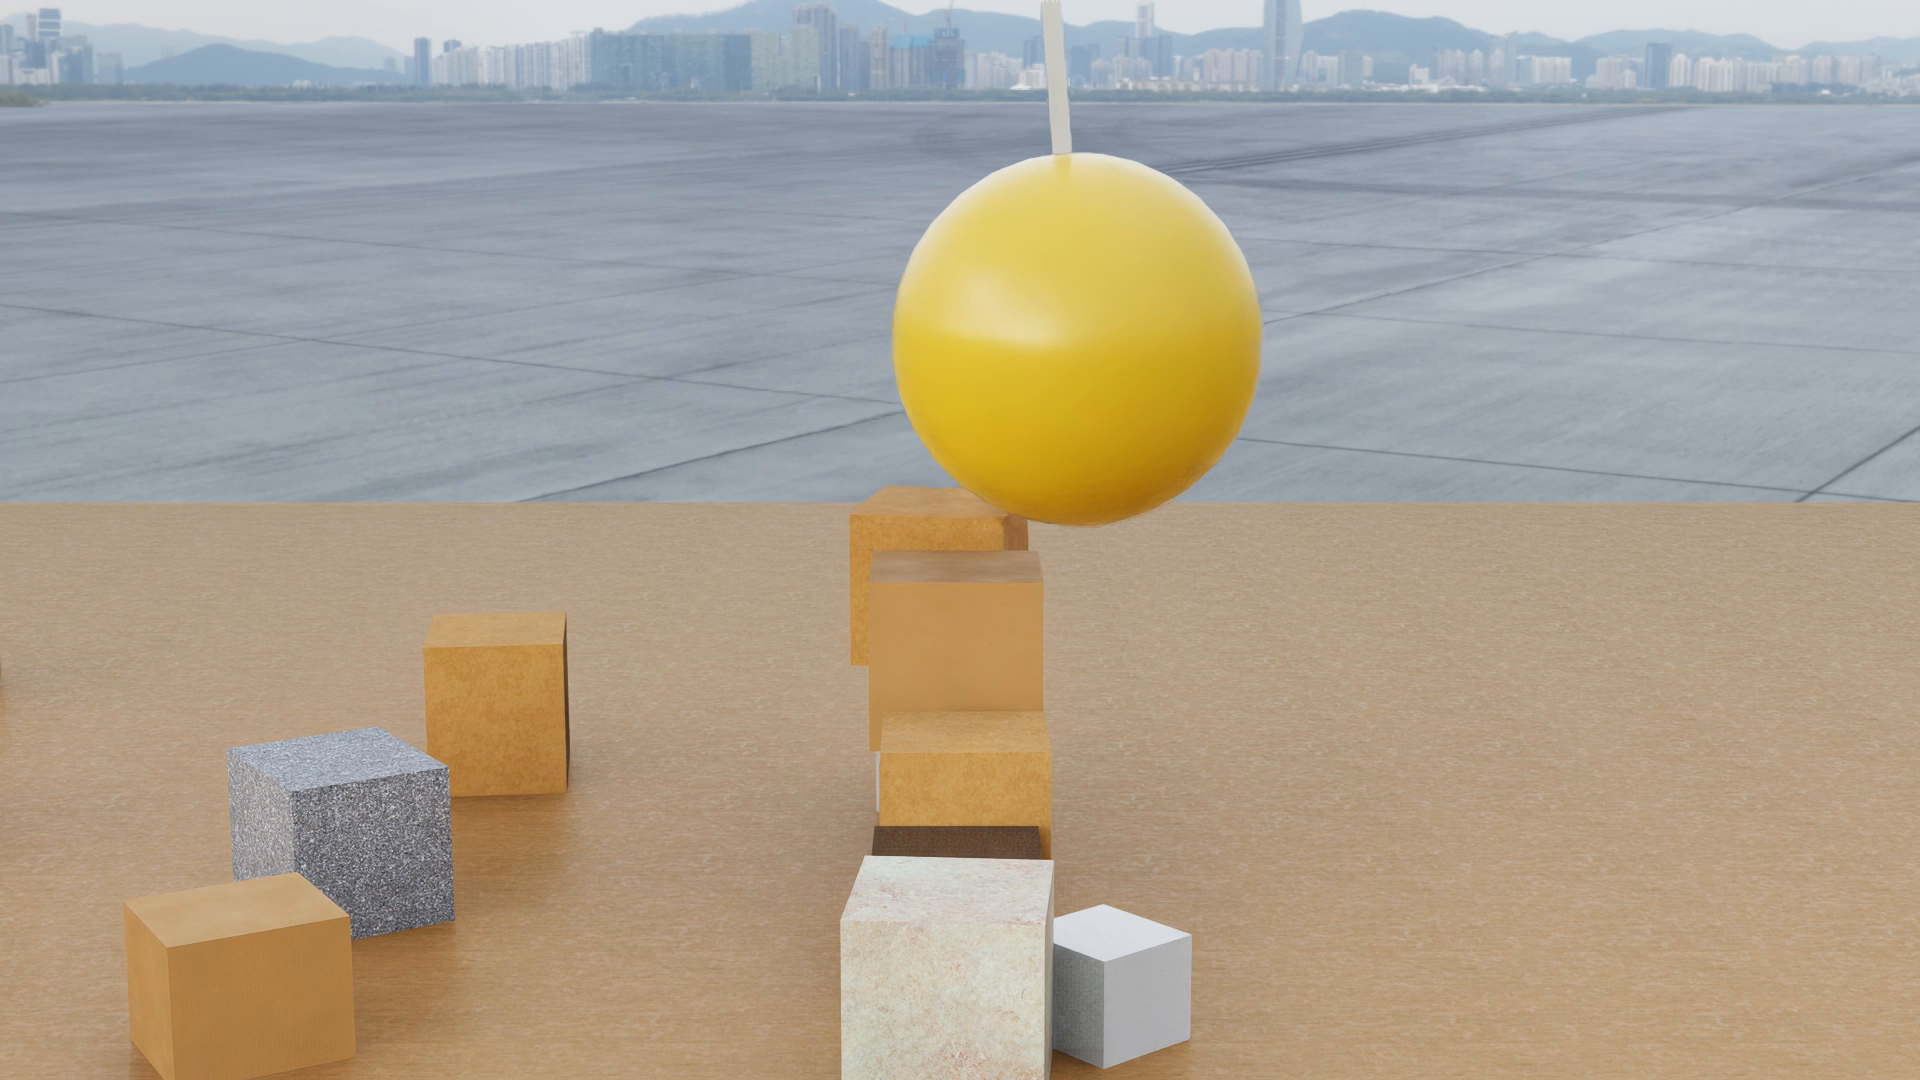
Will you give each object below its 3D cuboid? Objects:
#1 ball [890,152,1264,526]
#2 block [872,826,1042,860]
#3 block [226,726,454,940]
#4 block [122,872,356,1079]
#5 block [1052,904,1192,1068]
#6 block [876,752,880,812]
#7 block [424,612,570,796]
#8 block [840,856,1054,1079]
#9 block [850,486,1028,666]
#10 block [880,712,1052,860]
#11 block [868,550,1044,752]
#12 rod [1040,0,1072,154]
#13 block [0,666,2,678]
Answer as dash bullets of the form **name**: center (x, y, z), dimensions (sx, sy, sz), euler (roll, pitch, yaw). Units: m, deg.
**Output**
- **ball**: center (0.500, -0.858, 11.024), dimensions (1.600, 1.600, 1.600), euler (0, 10, 0)
- **block**: center (-0.013, 1.462, 10.057), dimensions (0.660, 0.525, 0.610), euler (0, 10, 0)
- **block**: center (-2.626, 1.244, 10.862), dimensions (0.675, 0.666, 0.804), euler (-7, 12, -33)
- **block**: center (-2.620, 1.592, 9.320), dimensions (0.648, 0.532, 0.607), euler (-6, 12, -31)
- **block**: center (0.528, 1.636, 9.447), dimensions (0.444, 0.402, 0.465), euler (-9, 14, -40)
- **block**: center (-0.008, 0.870, 12.661), dimensions (0.790, 0.757, 0.741), euler (0, 10, 0)
- **block**: center (-2.328, 0.818, 12.966), dimensions (0.672, 0.752, 0.787), euler (-1, 10, -7)
- **block**: center (-0.031, 1.564, 8.961), dimensions (0.684, 0.717, 0.722), euler (1, 10, 4)
- **block**: center (-0.088, 0.171, 12.379), dimensions (0.725, 0.721, 0.862), euler (2, 10, 9)
- **block**: center (0.020, 1.197, 10.676), dimensions (0.685, 0.825, 0.676), euler (0, 10, -1)
- **block**: center (-0.018, 0.487, 11.541), dimensions (0.758, 0.754, 0.755), euler (0, 10, 0)
- **rod**: center (0.217, -4.191, 10.418), dimensions (0.080, 5.200, 0.080), euler (-5, 10, 1)
- **block**: center (-5.928, 0.586, 14.769), dimensions (0.590, 0.563, 0.606), euler (-1, 10, -4)
